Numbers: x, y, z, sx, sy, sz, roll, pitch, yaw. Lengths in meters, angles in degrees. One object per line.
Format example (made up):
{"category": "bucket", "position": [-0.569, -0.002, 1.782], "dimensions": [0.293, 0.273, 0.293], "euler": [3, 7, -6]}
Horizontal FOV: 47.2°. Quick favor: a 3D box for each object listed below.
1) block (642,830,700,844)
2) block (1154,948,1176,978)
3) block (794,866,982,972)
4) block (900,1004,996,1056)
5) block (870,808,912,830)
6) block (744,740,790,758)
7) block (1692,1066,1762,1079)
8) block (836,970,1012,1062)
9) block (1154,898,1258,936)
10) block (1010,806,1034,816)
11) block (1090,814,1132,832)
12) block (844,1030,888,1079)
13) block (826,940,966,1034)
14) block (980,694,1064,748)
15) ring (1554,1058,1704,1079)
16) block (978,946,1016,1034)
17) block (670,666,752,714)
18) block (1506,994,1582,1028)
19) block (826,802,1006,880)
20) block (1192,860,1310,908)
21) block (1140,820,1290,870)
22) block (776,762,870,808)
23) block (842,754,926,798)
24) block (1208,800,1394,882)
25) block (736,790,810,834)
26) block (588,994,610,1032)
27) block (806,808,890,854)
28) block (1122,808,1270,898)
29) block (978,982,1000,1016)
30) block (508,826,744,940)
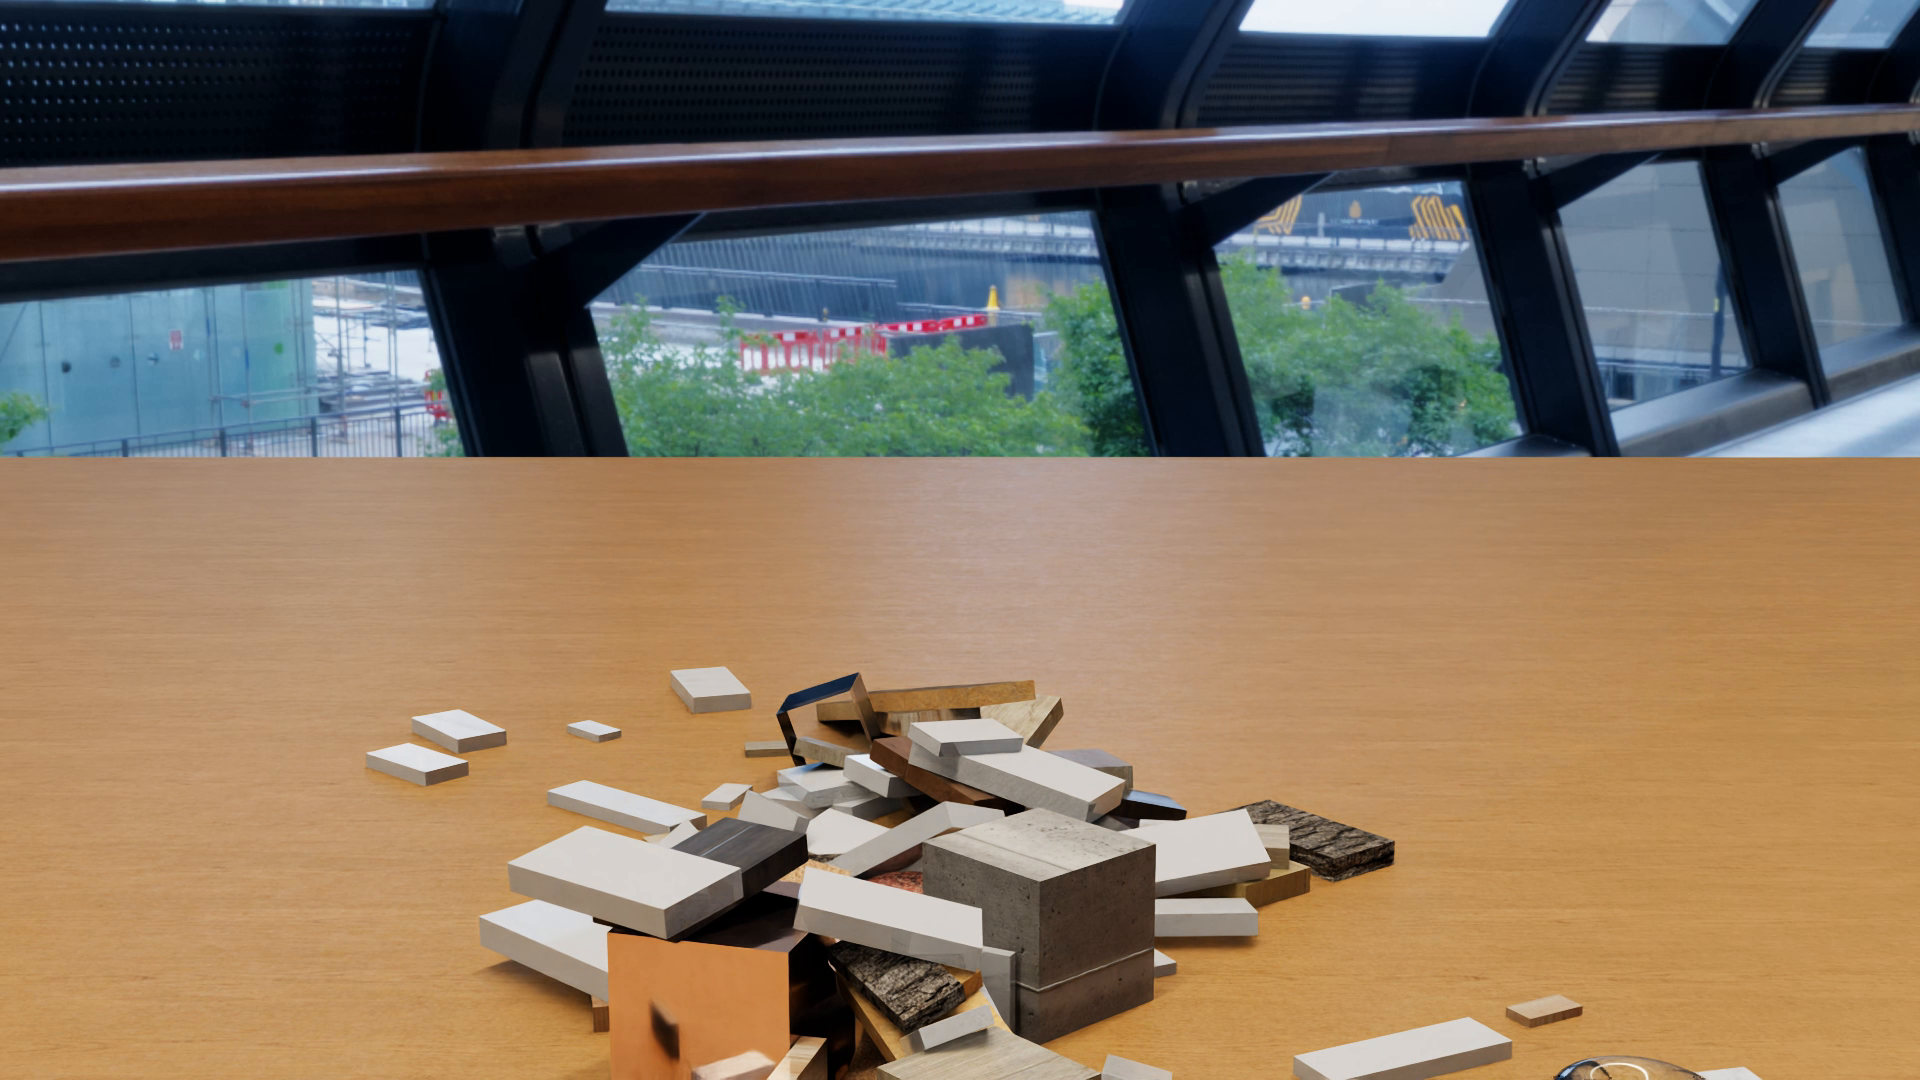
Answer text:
{"category": "block", "position": [-0.509, 0.536, 3.919], "dimensions": [0.103, 0.015, 0.051], "euler": [-6, 12, -28]}
{"category": "block", "position": [0.269, 0.638, 3.361], "dimensions": [0.064, 0.018, 0.129], "euler": [-5, 12, -27]}
{"category": "block", "position": [-0.092, 0.493, 2.863], "dimensions": [0.241, 0.034, 0.121], "euler": [14, 15, -4]}
{"category": "block", "position": [-0.017, 0.599, 2.679], "dimensions": [0.089, 0.025, 0.177], "euler": [-17, -13, -14]}
{"category": "block", "position": [-0.154, 0.508, 3.943], "dimensions": [0.128, 0.018, 0.064], "euler": [-8, 11, -13]}
{"category": "block", "position": [-0.382, 0.427, 4.500], "dimensions": [0.115, 0.016, 0.058], "euler": [-1, 11, -8]}
{"category": "block", "position": [1.011, 0.722, 2.921], "dimensions": [0.100, 0.014, 0.050], "euler": [-3, 11, -14]}
{"category": "block", "position": [-0.030, 0.626, 2.816], "dimensions": [0.143, 0.041, 0.311], "euler": [-20, 32, -18]}
{"category": "block", "position": [0.334, 0.597, 3.477], "dimensions": [0.254, 0.036, 0.127], "euler": [0, 1, -2]}
{"category": "block", "position": [0.137, 0.494, 3.931], "dimensions": [0.152, 0.043, 0.304], "euler": [8, 4, -8]}
{"category": "block", "position": [0.186, 0.515, 3.690], "dimensions": [0.115, 0.033, 0.230], "euler": [26, 28, 29]}
{"category": "block", "position": [-0.090, 0.707, 2.956], "dimensions": [0.105, 0.030, 0.211], "euler": [1, 11, 6]}
{"category": "block", "position": [-0.083, 0.558, 2.827], "dimensions": [0.092, 0.026, 0.184], "euler": [-26, 34, -26]}
{"category": "block", "position": [0.071, 0.398, 4.298], "dimensions": [0.149, 0.042, 0.298], "euler": [6, 33, 29]}
{"category": "ring", "position": [0.837, 0.705, 2.710], "dimensions": [0.225, 0.075, 0.225], "euler": [1, 11, 0]}
{"category": "block", "position": [0.045, 0.635, 3.075], "dimensions": [0.064, 0.129, 0.018], "euler": [6, 12, 27]}
{"category": "block", "position": [-0.562, 0.336, 4.940], "dimensions": [0.128, 0.036, 0.256], "euler": [-4, 11, -18]}
{"category": "block", "position": [0.840, 0.677, 3.161], "dimensions": [0.100, 0.014, 0.050], "euler": [-6, 12, -28]}
{"category": "block", "position": [-0.080, 0.479, 3.352], "dimensions": [0.286, 0.041, 0.143], "euler": [-31, -29, 29]}
{"category": "block", "position": [0.432, 0.554, 3.745], "dimensions": [0.152, 0.043, 0.304], "euler": [-8, 13, -37]}
{"category": "block", "position": [0.430, 0.516, 3.733], "dimensions": [0.254, 0.036, 0.127], "euler": [1, 10, 7]}
{"category": "block", "position": [-0.251, 0.446, 4.023], "dimensions": [0.109, 0.031, 0.219], "euler": [-9, 8, -20]}
{"category": "block", "position": [-0.064, 0.420, 3.973], "dimensions": [0.266, 0.038, 0.133], "euler": [1, 11, -39]}
{"category": "block", "position": [0.599, 0.528, 3.882], "dimensions": [0.152, 0.043, 0.304], "euler": [-8, 13, -37]}
{"category": "block", "position": [-0.334, 0.507, 3.856], "dimensions": [0.026, 0.092, 0.184], "euler": [22, -4, -35]}
{"category": "block", "position": [-0.481, 0.650, 3.242], "dimensions": [0.134, 0.038, 0.267], "euler": [-2, 11, -12]}
{"category": "block", "position": [-0.188, 0.532, 3.798], "dimensions": [0.117, 0.033, 0.234], "euler": [-31, 28, -36]}
{"category": "block", "position": [0.369, 0.520, 3.622], "dimensions": [0.254, 0.036, 0.127], "euler": [-9, 37, -9]}
{"category": "block", "position": [-0.041, 0.611, 2.924], "dimensions": [0.143, 0.041, 0.286], "euler": [-16, 31, -12]}
{"category": "block", "position": [-0.430, 0.435, 2.815], "dimensions": [0.280, 0.040, 0.140], "euler": [8, 19, 36]}
